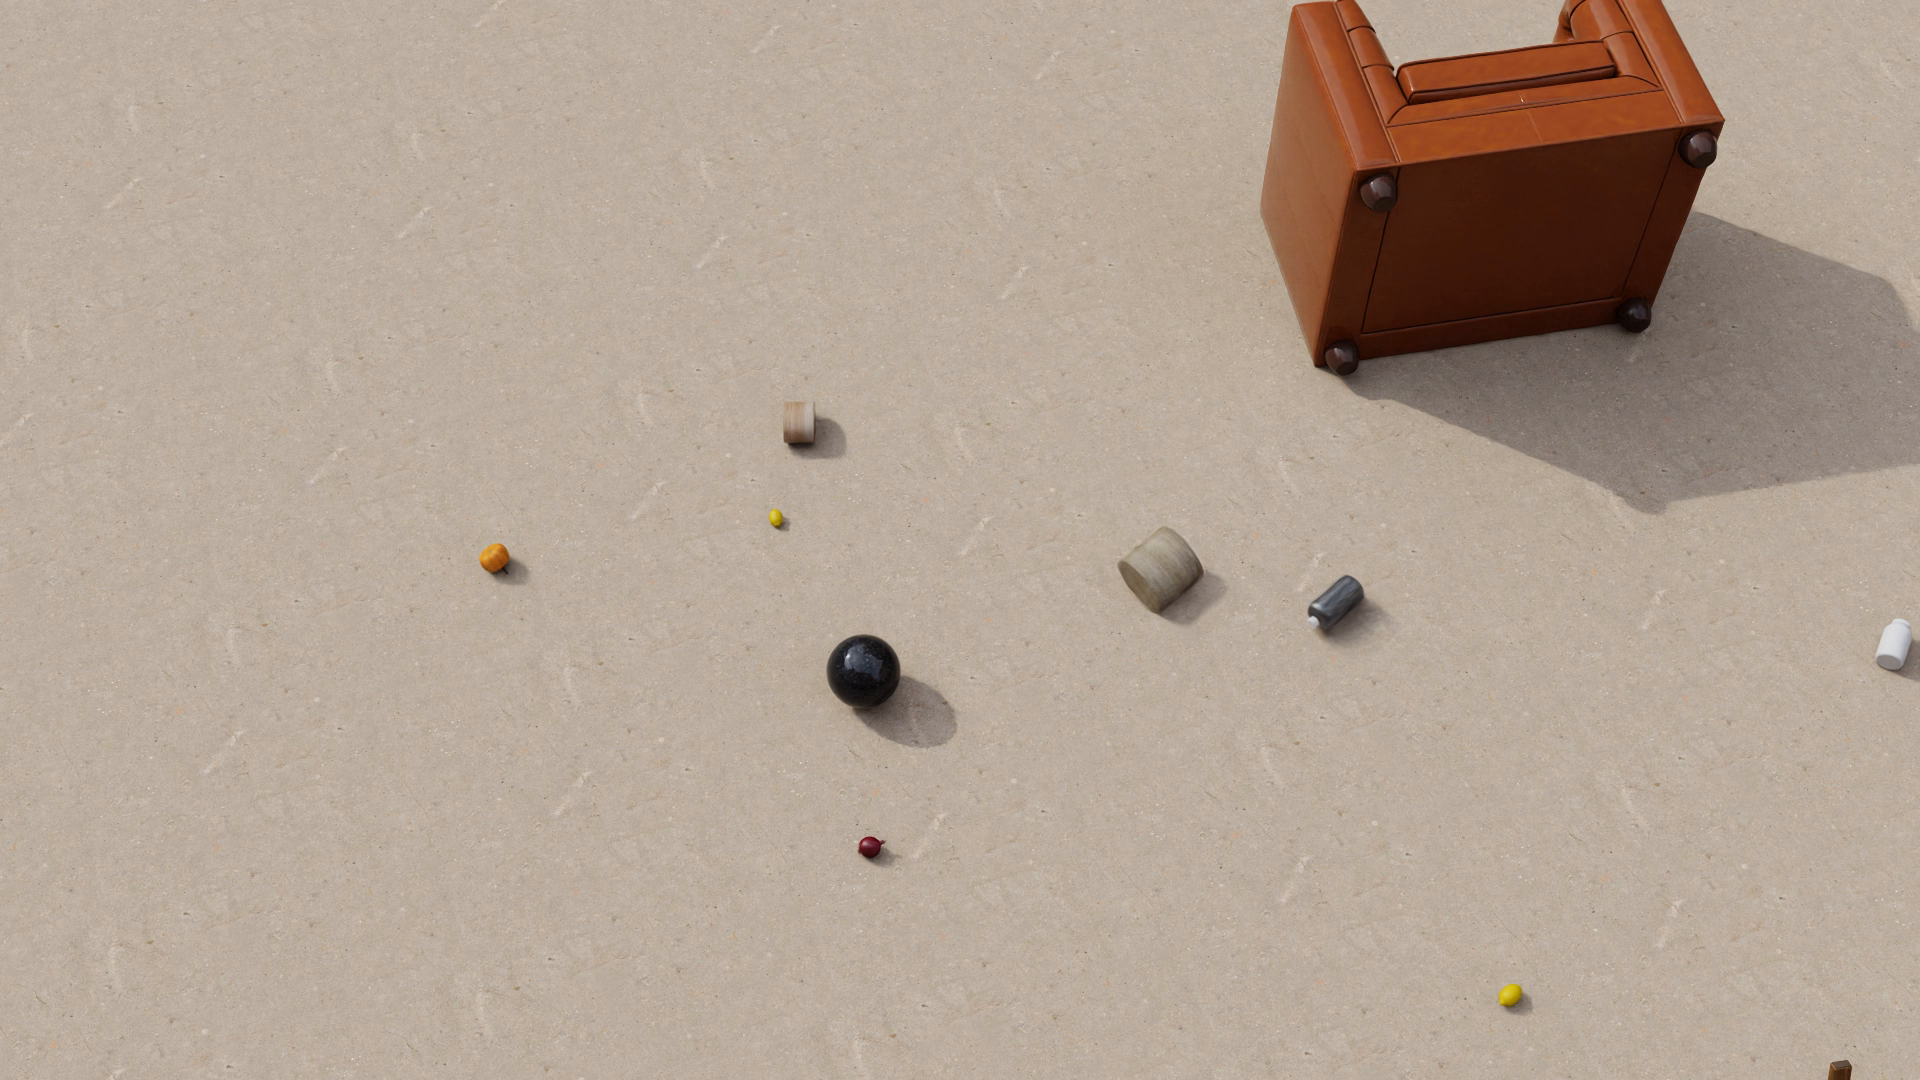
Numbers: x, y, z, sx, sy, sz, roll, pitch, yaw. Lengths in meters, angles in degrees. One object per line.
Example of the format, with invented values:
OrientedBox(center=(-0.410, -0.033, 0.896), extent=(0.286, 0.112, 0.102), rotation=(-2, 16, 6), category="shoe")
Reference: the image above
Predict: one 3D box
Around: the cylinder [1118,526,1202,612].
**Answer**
OrientedBox(center=(0.587, 0.083, 6.436), extent=(0.180, 0.122, 0.186), rotation=(-38, 89, -22), category="cylinder")

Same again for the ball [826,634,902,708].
OrientedBox(center=(-0.271, 0.370, 6.198), extent=(0.212, 0.212, 0.212), rotation=(0, 56, 0), category="ball")

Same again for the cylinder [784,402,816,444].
OrientedBox(center=(-0.493, -0.363, 6.762), extent=(0.094, 0.092, 0.147), rotation=(-1, 53, -1), category="cylinder")
